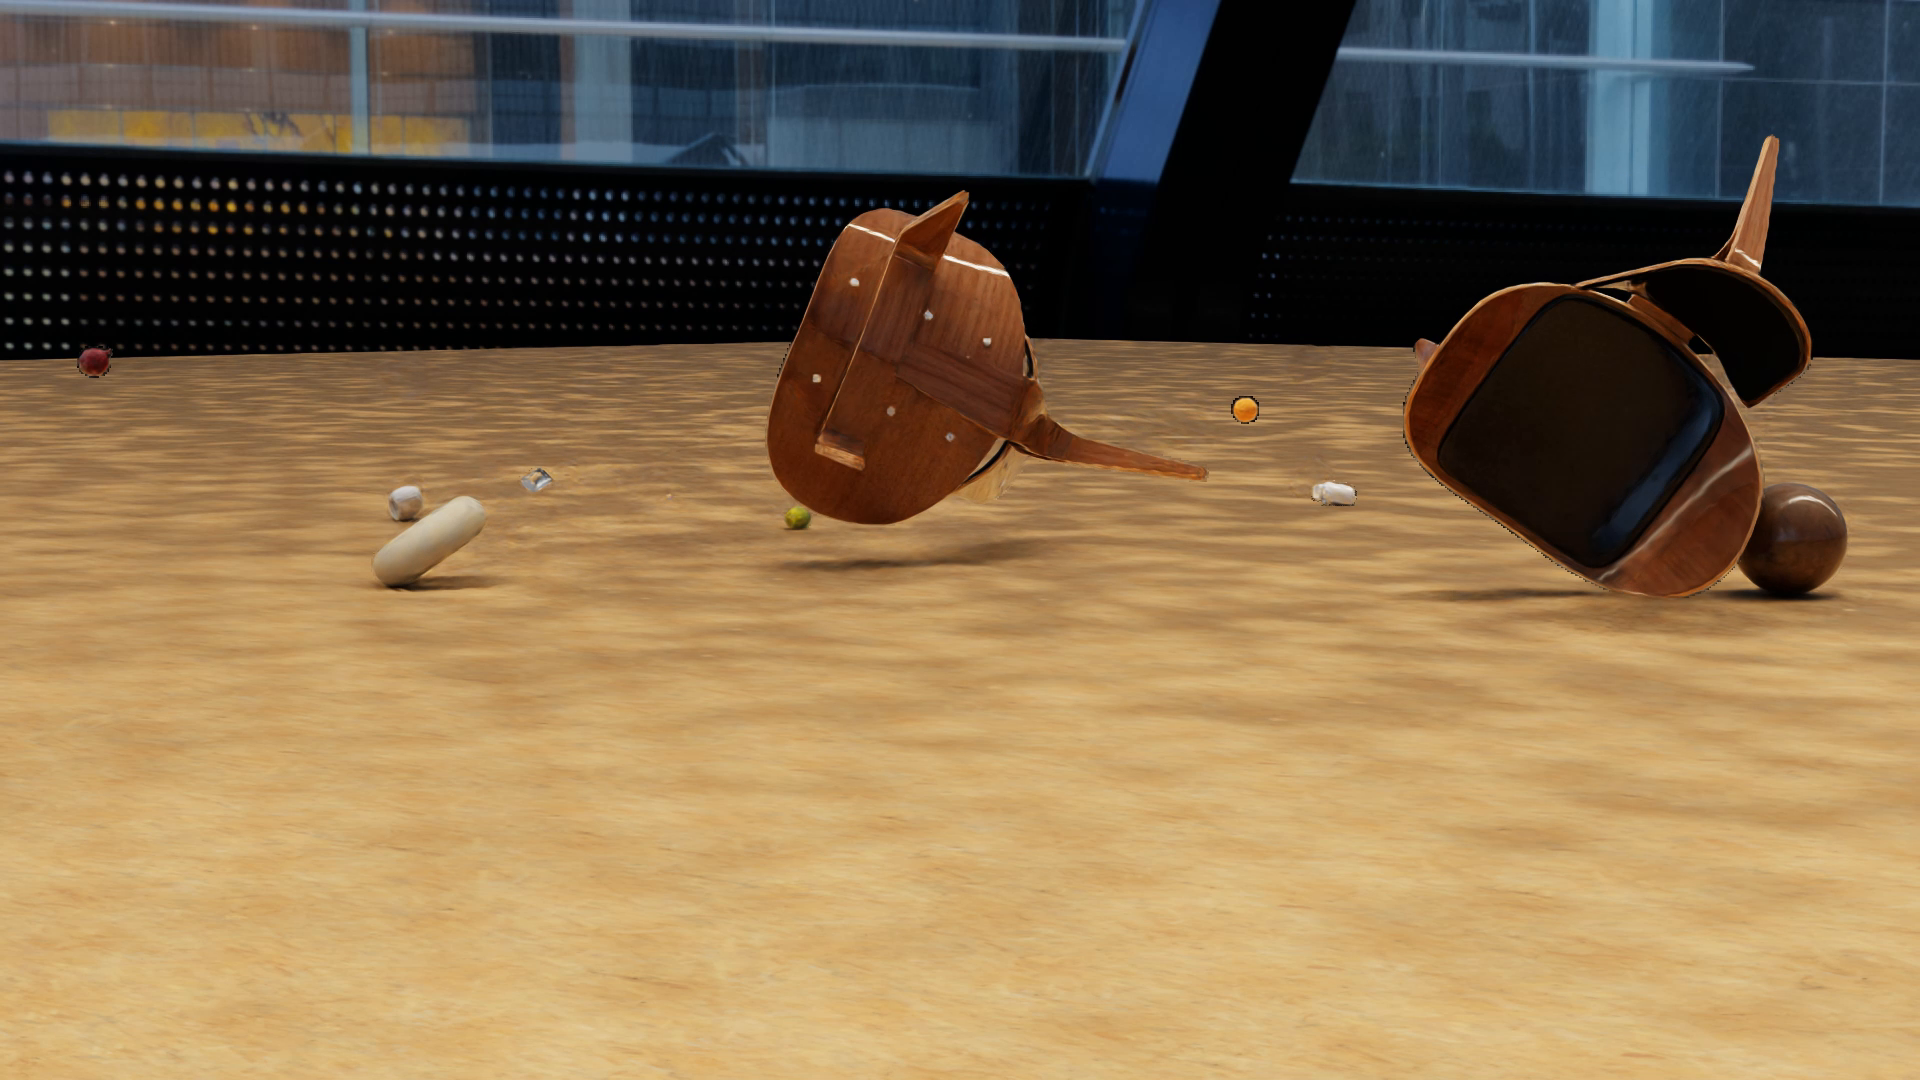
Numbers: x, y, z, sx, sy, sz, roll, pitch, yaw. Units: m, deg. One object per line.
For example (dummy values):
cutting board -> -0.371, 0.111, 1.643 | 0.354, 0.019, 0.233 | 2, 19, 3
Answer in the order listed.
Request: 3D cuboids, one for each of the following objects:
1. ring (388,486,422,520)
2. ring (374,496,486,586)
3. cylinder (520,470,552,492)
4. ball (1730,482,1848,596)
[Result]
ring -> -1.498, -0.100, 6.931 | 0.074, 0.083, 0.121 | -25, -14, -29
ring -> -1.134, 0.003, 5.487 | 0.264, 0.092, 0.272 | -29, 10, 34
cylinder -> -1.177, -0.165, 7.133 | 0.058, 0.034, 0.073 | 31, 31, 12
ball -> 1.713, -0.002, 5.303 | 0.232, 0.232, 0.232 | 0, 6, 0
